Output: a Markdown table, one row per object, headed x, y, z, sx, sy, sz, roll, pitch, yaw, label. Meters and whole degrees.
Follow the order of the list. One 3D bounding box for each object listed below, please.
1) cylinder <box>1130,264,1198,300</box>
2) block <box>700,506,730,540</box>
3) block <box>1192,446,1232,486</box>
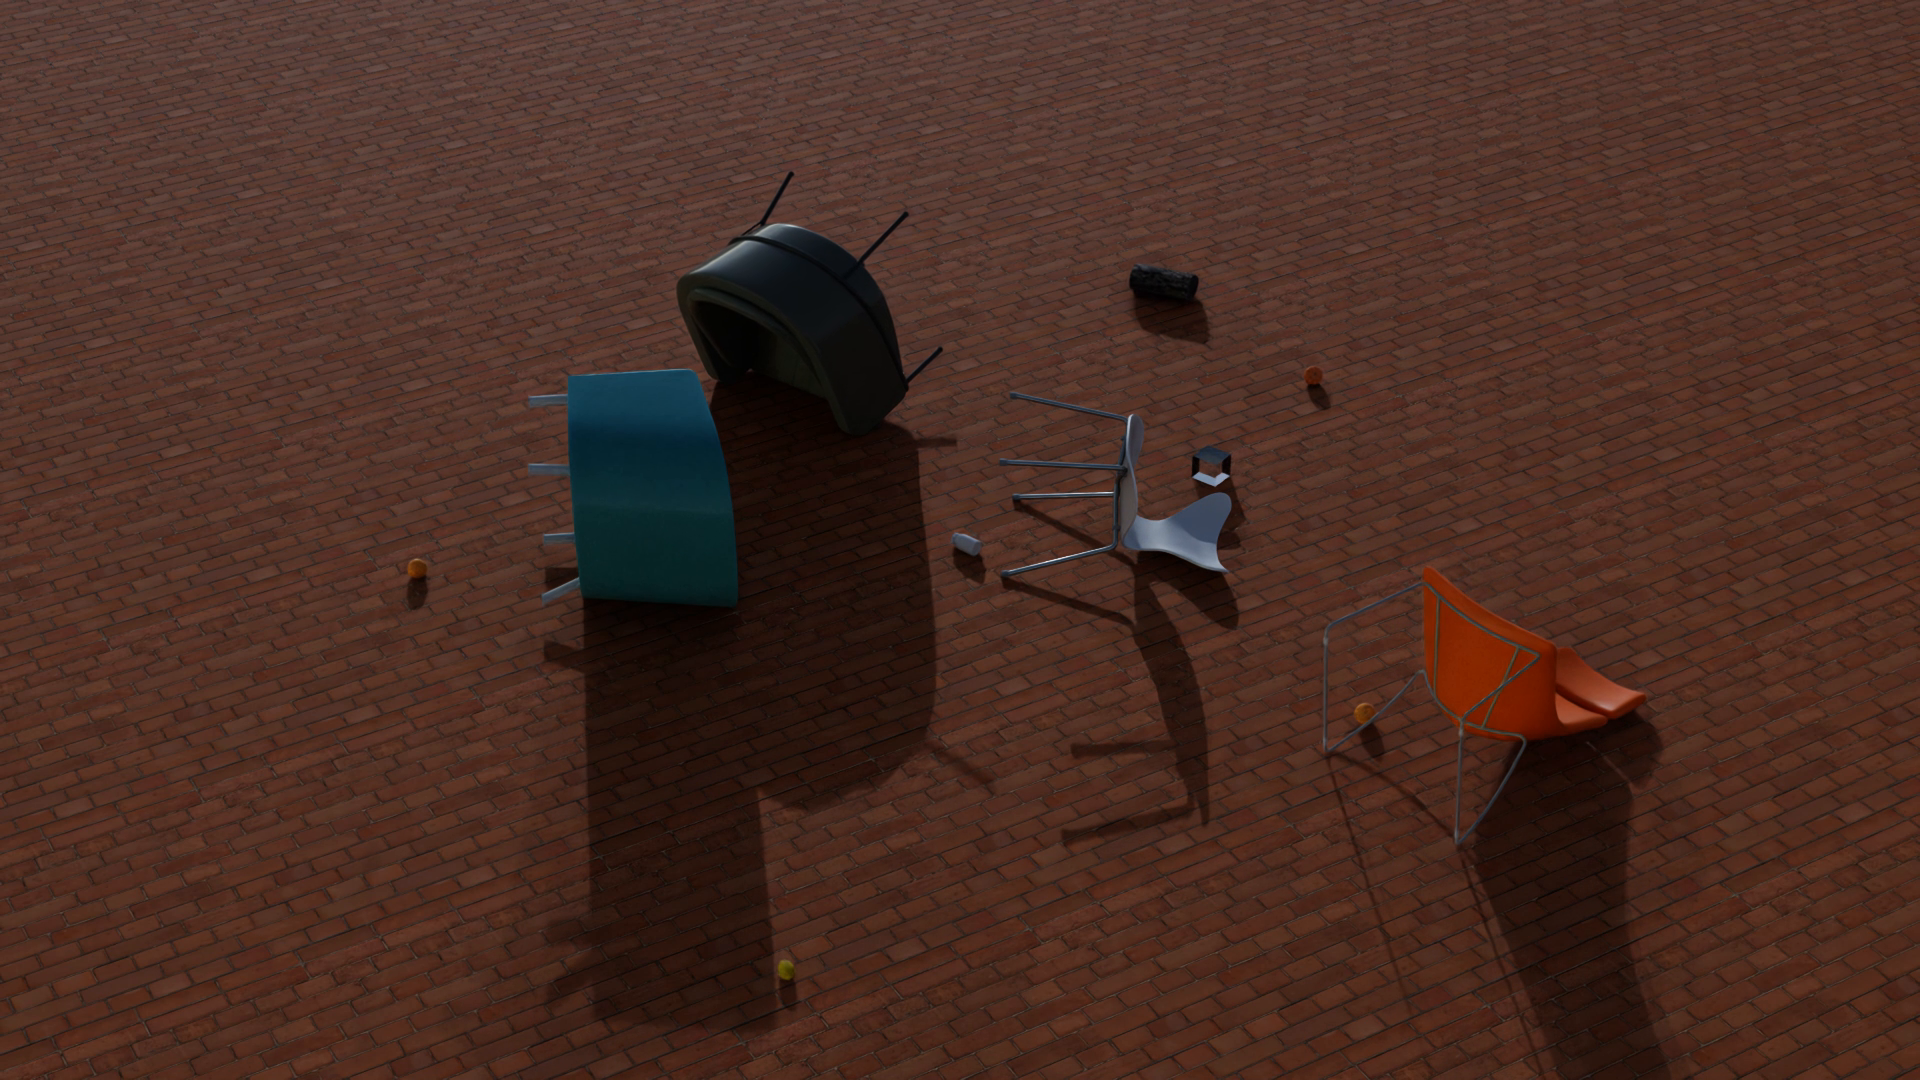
| x | y | z | sx | sy | sz | roll | pitch | yaw | label |
| --- | --- | --- | --- | --- | --- | --- | --- | --- | --- |
| 0.869 | -1.100 | 12.511 | 0.261 | 0.111 | 0.144 | 14 | 19 | 20 | cylinder |
| -0.917 | -0.066 | 10.967 | 0.080 | 0.085 | 0.076 | -23 | 40 | -31 | block |
| 0.968 | -0.285 | 11.289 | 0.110 | 0.097 | 0.101 | 23 | 40 | 31 | block |
